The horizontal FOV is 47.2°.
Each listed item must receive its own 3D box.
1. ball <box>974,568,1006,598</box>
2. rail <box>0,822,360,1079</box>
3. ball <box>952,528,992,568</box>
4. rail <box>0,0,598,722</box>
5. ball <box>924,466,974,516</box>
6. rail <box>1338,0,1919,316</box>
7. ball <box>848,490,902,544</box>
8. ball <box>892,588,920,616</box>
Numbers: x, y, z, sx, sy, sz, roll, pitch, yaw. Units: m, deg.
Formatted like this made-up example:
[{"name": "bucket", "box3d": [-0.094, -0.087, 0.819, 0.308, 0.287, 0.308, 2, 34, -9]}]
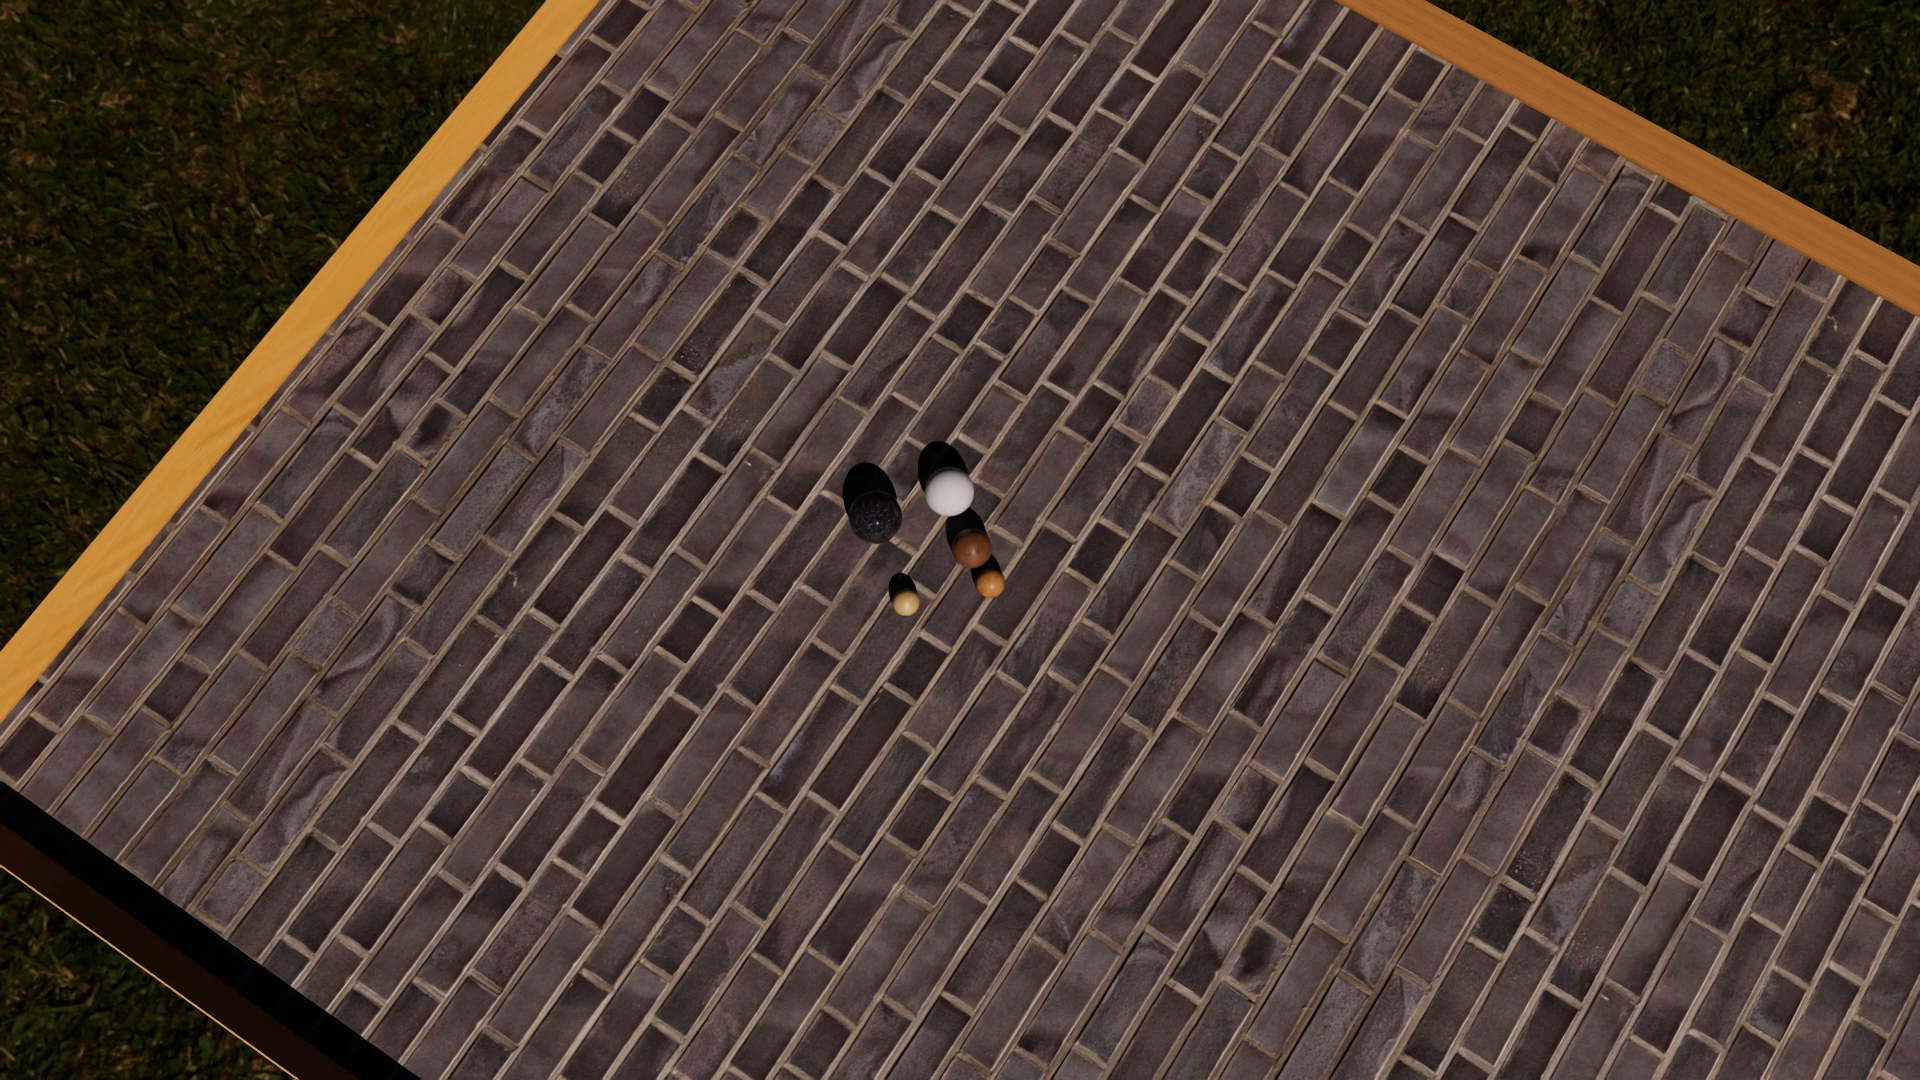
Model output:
[{"name": "ball", "box3d": [0.047, 0.067, 3.423, 0.047, 0.047, 0.047, 0, 70, 0]}, {"name": "rail", "box3d": [0.263, 1.486, 2.880, 4.362, 0.110, 0.045, 32, 73, 11]}, {"name": "ball", "box3d": [0.018, 0.013, 3.434, 0.064, 0.064, 0.064, 0, 70, 0]}, {"name": "rail", "box3d": [-0.892, -0.559, 3.614, 0.045, 0.110, 2.413, 32, 73, 11]}, {"name": "ball", "box3d": [-0.017, -0.076, 3.458, 0.079, 0.079, 0.079, 0, 70, 0]}, {"name": "rail", "box3d": [1.561, -0.376, 3.548, 4.362, 0.110, 0.045, 32, 73, 11]}, {"name": "ball", "box3d": [-0.132, -0.036, 3.440, 0.085, 0.085, 0.085, 0, 70, 0]}, {"name": "ball", "box3d": [-0.084, 0.096, 3.415, 0.044, 0.044, 0.044, 0, 70, 0]}]
